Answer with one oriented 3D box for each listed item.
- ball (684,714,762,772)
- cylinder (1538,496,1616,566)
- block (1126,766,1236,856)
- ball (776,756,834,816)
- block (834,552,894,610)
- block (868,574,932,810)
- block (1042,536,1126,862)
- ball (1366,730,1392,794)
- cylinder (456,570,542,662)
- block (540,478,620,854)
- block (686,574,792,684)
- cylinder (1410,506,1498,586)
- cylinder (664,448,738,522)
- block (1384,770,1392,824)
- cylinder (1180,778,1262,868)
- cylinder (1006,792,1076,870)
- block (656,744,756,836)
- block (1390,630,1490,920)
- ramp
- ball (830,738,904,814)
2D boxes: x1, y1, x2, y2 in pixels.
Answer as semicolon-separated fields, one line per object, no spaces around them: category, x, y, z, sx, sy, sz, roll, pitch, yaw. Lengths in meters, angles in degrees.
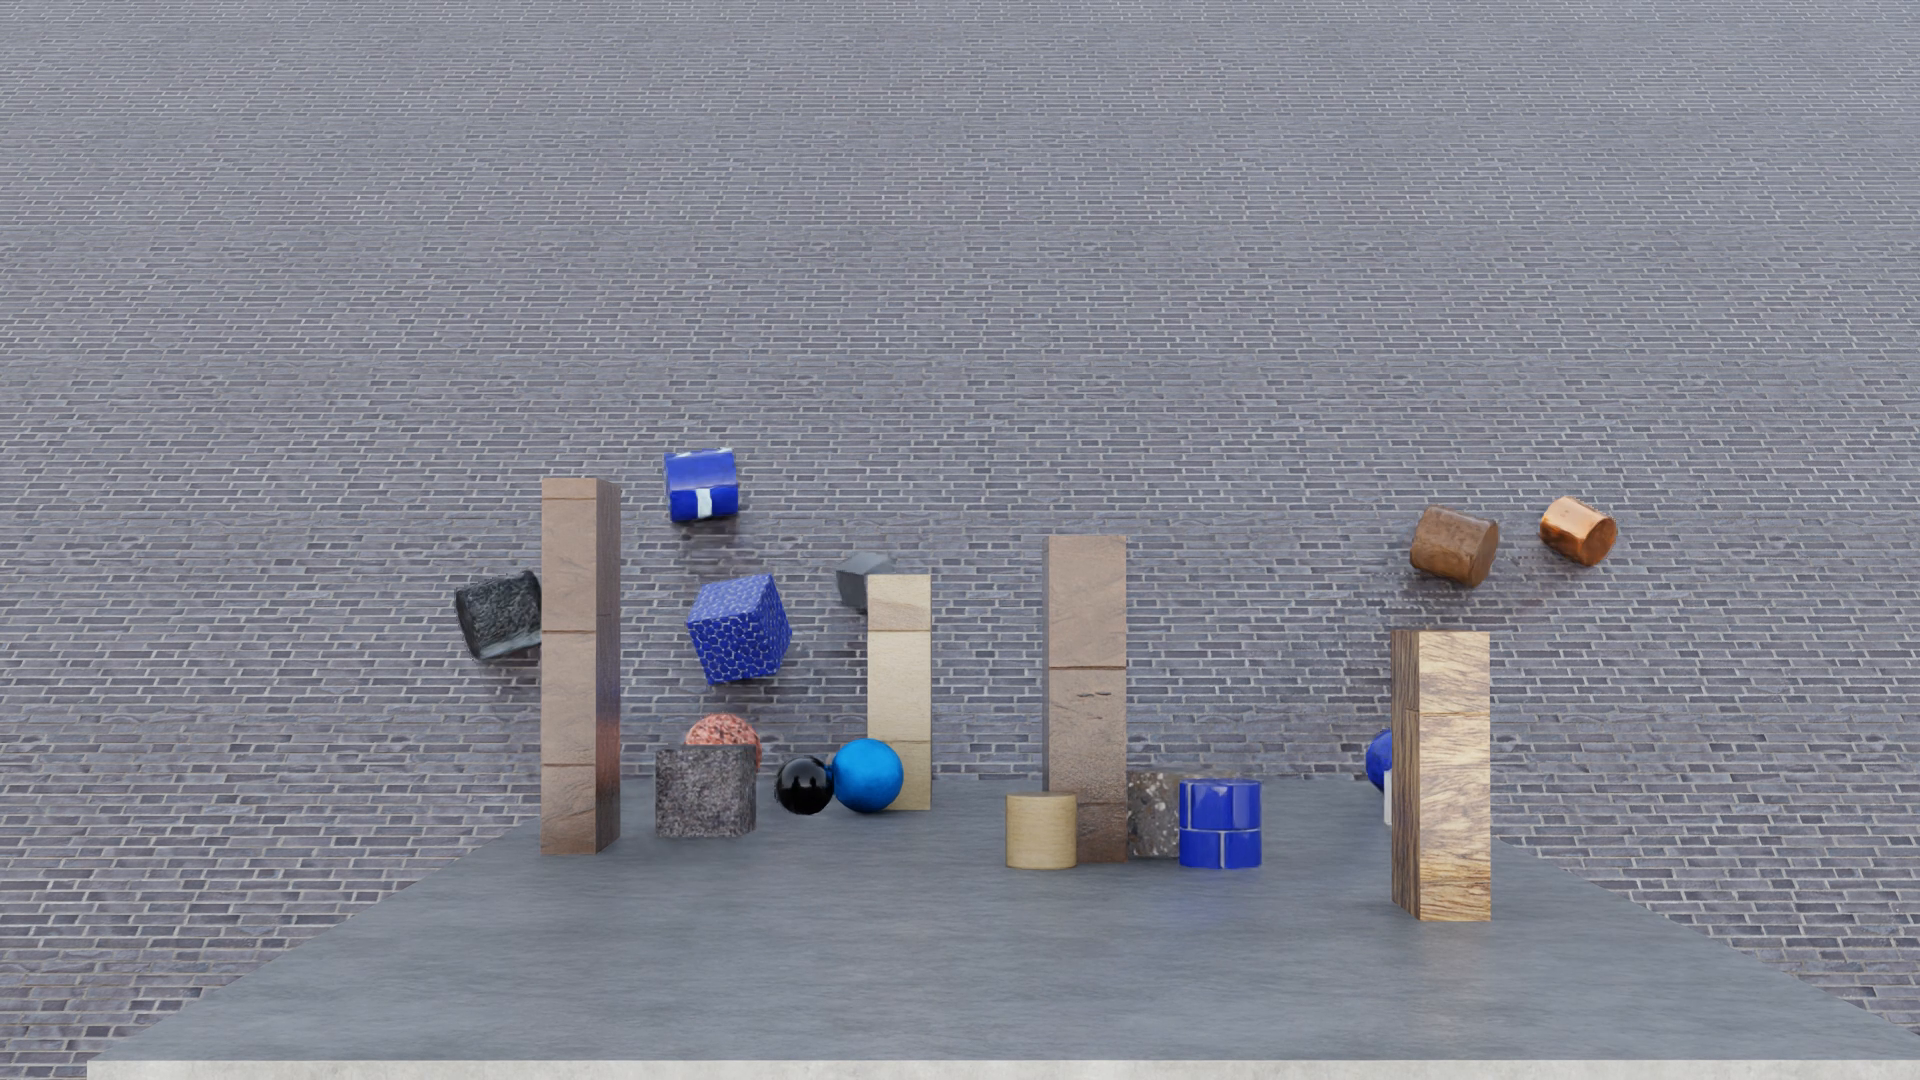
ball;-0.580;0.520;6.319;0.195;0.195;0.195;0;33;0
cylinder;1.847;-0.026;7.763;0.158;0.158;0.158;-23;39;-32
block;0.420;0.515;4.923;0.154;0.154;0.154;-1;-1;32
ball;-0.342;0.541;5.711;0.130;0.130;0.130;0;33;0
block;-0.271;0.118;7.539;0.117;0.117;0.117;10;33;43
block;-0.138;0.348;6.063;0.142;0.530;0.404;0;-1;0
block;0.233;0.294;4.933;0.141;0.597;0.392;0;-1;0
ball;1.049;0.532;6.177;0.166;0.166;0.166;0;33;0
cylinder;-1.292;0.213;7.333;0.210;0.210;0.210;-17;36;-21
block;-0.737;0.240;5.056;0.103;0.708;0.353;0;-1;0
block;-0.615;0.248;7.246;0.205;0.205;0.205;-10;28;15
cylinder;1.459;0.017;7.657;0.195;0.195;0.195;19;37;26
cylinder;-0.793;-0.168;7.940;0.204;0.204;0.204;-7;33;-9
block;0.973;0.548;5.541;0.110;0.110;0.110;0;-1;20
cylinder;0.473;0.513;4.714;0.149;0.149;0.149;0;-1;0
cylinder;0.146;0.523;4.670;0.129;0.129;0.129;0;-1;0
block;-0.520;0.512;5.316;0.174;0.174;0.174;0;-1;5
block;0.745;0.358;4.034;0.106;0.435;0.258;0;-1;0
ramp;0.073;0.639;4.751;2.000;0.100;4.000;0;-1;0
ball;-0.208;0.525;5.775;0.166;0.166;0.166;0;33;0
